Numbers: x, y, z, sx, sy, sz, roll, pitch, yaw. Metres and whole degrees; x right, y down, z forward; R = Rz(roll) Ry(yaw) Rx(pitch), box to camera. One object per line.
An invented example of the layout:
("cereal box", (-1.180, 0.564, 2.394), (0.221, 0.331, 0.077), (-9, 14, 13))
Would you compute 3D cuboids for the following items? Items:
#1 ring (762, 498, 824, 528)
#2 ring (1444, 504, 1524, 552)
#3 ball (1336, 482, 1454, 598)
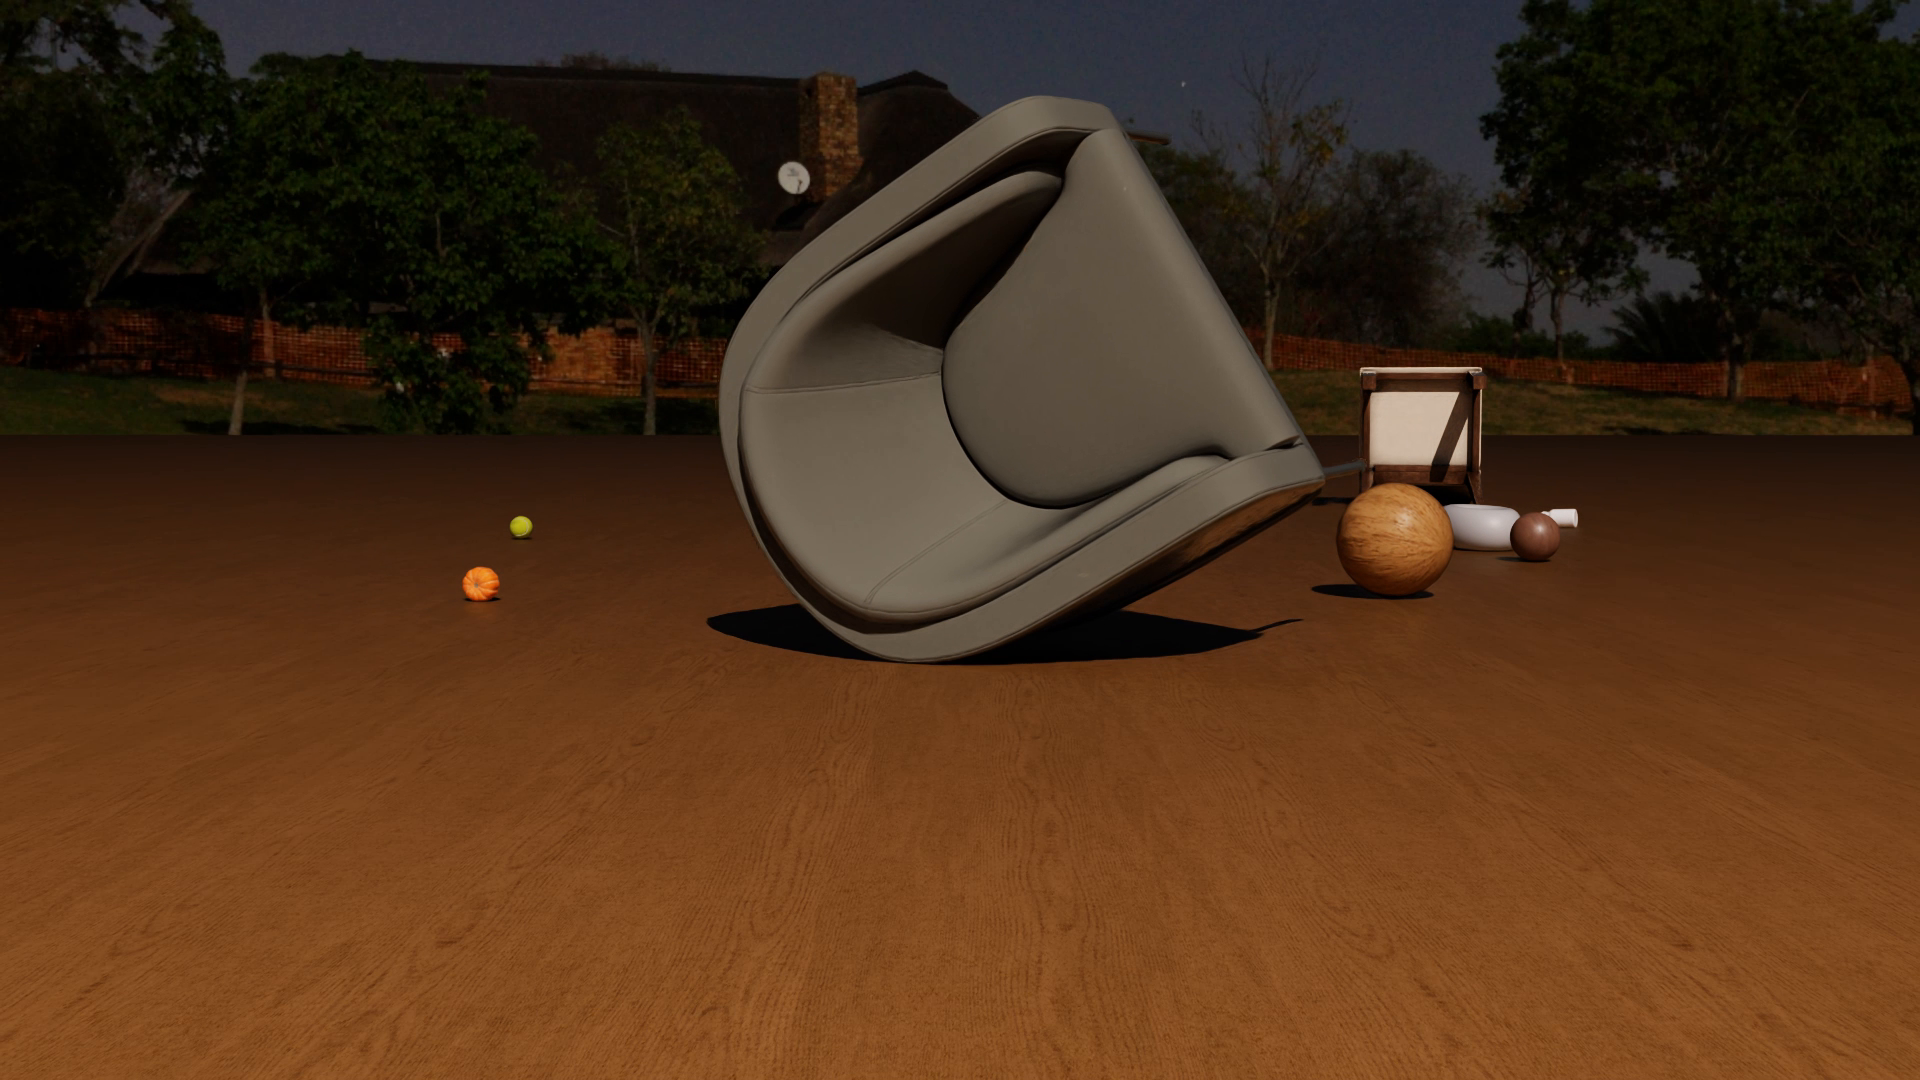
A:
("ring", (-0.548, -0.090, 7.188), (0.187, 0.092, 0.266), (0, 3, -28))
("ring", (1.463, -0.034, 6.200), (0.227, 0.119, 0.321), (1, 5, -9))
("ball", (0.935, 0.000, 4.733), (0.249, 0.249, 0.249), (0, 4, 0))
